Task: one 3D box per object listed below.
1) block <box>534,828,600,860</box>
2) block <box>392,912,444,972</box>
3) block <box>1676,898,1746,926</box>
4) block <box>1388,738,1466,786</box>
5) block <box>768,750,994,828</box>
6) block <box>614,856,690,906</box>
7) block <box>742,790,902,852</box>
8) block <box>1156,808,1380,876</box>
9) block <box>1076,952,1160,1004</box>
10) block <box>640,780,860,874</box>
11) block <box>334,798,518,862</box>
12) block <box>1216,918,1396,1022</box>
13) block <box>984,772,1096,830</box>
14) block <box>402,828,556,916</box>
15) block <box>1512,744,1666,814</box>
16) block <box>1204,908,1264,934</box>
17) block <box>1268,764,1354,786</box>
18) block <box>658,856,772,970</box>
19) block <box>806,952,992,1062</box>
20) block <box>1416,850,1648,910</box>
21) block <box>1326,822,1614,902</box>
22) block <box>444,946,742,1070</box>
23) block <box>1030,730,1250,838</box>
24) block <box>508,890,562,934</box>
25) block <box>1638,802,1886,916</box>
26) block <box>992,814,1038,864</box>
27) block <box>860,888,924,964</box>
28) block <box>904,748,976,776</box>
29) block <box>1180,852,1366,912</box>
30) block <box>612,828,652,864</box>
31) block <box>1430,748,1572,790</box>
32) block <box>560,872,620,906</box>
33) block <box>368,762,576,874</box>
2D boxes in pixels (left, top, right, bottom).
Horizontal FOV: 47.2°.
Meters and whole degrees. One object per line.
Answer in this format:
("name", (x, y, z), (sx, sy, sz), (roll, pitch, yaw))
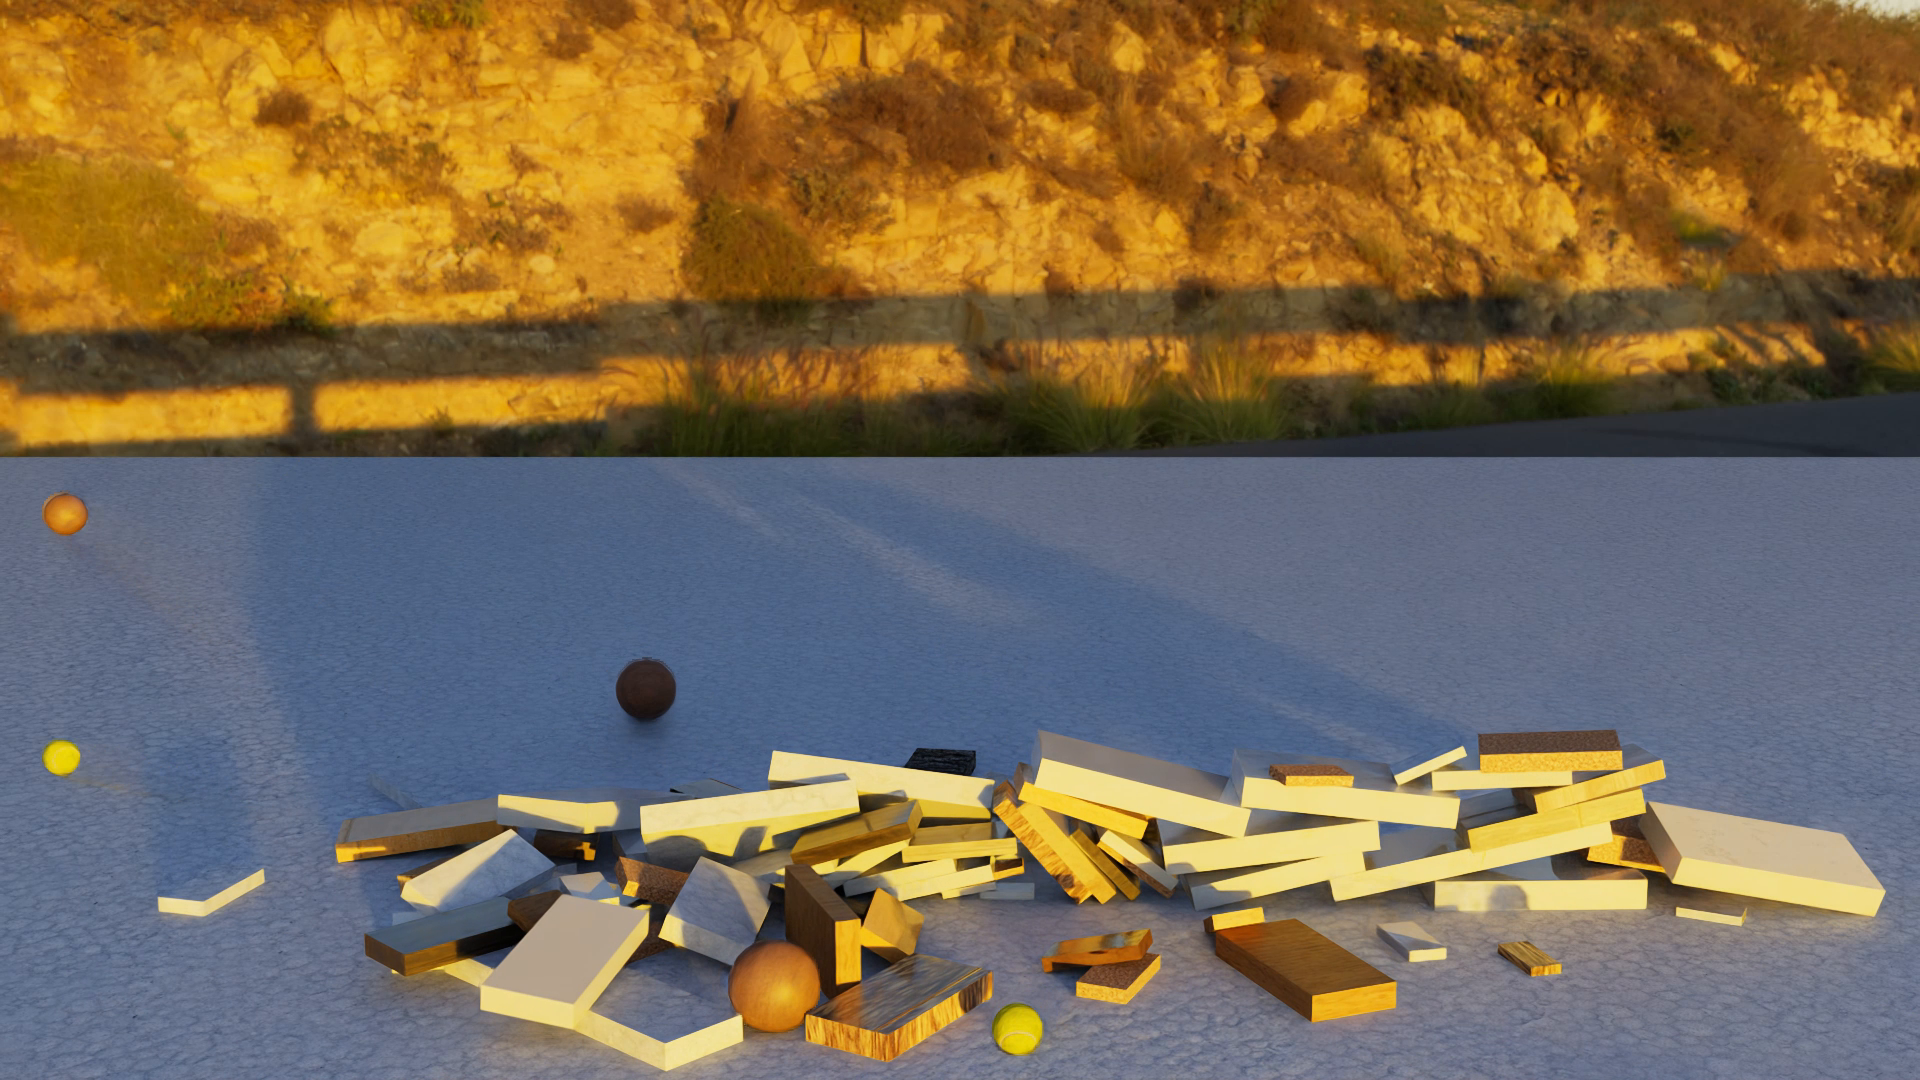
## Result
("block", (-0.683, 0.520, 3.827), (0.103, 0.029, 0.207), (9, 0, -7))
("block", (-0.834, 0.622, 3.422), (0.095, 0.027, 0.190), (-3, 11, -13))
("block", (1.217, 0.602, 3.563), (0.101, 0.014, 0.050), (6, 12, 28))
("block", (0.766, 0.362, 3.606), (0.121, 0.017, 0.060), (-25, 8, 6))
("block", (-0.132, 0.440, 3.750), (0.375, 0.050, 0.178), (7, -27, 3))
("block", (-0.469, 0.562, 3.557), (0.170, 0.024, 0.085), (19, 12, -23))
("block", (-0.226, 0.504, 3.839), (0.326, 0.037, 0.132), (5, 27, -1))
("block", (0.506, 0.483, 3.648), (0.348, 0.049, 0.174), (-7, 10, 2))
("block", (0.238, 0.650, 3.286), (0.077, 0.022, 0.154), (5, 11, 24))
("block", (-0.343, 0.487, 3.680), (0.356, 0.050, 0.178), (-7, -34, -3))
("block", (-0.940, 0.510, 3.896), (0.309, 0.034, 0.119), (-8, 15, -7))
("block", (0.513, 0.640, 3.290), (0.141, 0.040, 0.282), (-4, 11, -22))
("block", (0.171, 0.483, 3.998), (0.282, 0.040, 0.141), (11, 8, 12))
("block", (-0.767, 0.544, 3.514), (0.103, 0.029, 0.244), (34, 28, 19))
("block", (1.025, 0.389, 3.599), (0.220, 0.031, 0.110), (-15, 11, -5))
("block", (0.424, 0.591, 3.412), (0.077, 0.022, 0.154), (-9, -12, -1))
("block", (0.568, 0.381, 3.560), (0.121, 0.017, 0.060), (2, 11, -19))
("block", (-0.377, 0.584, 3.465), (0.137, 0.039, 0.275), (21, 11, 0))
("block", (-0.084, 0.666, 3.152), (0.138, 0.039, 0.276), (7, 12, 31))
("block", (0.946, 0.564, 3.674), (0.348, 0.049, 0.174), (0, 11, -2))
("block", (0.834, 0.507, 3.648), (0.459, 0.041, 0.143), (-13, 11, 4))
("block", (-0.541, 0.658, 3.197), (0.522, 0.039, 0.138), (10, 14, 42))
("block", (0.294, 0.401, 3.624), (0.348, 0.049, 0.174), (14, 10, -3))
("block", (-0.600, 0.585, 3.308), (0.085, 0.024, 0.170), (-9, 27, -40))
("block", (1.313, 0.522, 3.612), (0.348, 0.049, 0.174), (10, 23, -7))
("block", (0.045, 0.521, 3.938), (0.132, 0.037, 0.265), (-3, 11, -16))
("block", (-0.108, 0.602, 3.417), (0.089, 0.025, 0.177), (32, 12, -1))
("block", (-0.048, 0.457, 4.291), (0.119, 0.034, 0.239), (2, 11, 10))
("block", (0.514, 0.541, 3.652), (0.286, 0.041, 0.143), (-13, 11, -2))
("block", (-0.351, 0.529, 3.893), (0.507, 0.039, 0.137), (-3, 11, -18))
("block", (0.884, 0.374, 3.608), (0.220, 0.031, 0.110), (-4, 12, 10))
("block", (-0.596, 0.566, 3.532), (0.067, 0.019, 0.133), (-4, 11, -22))
("block", (-0.902, 0.512, 4.015), (0.095, 0.027, 0.736), (-7, 13, -34))
